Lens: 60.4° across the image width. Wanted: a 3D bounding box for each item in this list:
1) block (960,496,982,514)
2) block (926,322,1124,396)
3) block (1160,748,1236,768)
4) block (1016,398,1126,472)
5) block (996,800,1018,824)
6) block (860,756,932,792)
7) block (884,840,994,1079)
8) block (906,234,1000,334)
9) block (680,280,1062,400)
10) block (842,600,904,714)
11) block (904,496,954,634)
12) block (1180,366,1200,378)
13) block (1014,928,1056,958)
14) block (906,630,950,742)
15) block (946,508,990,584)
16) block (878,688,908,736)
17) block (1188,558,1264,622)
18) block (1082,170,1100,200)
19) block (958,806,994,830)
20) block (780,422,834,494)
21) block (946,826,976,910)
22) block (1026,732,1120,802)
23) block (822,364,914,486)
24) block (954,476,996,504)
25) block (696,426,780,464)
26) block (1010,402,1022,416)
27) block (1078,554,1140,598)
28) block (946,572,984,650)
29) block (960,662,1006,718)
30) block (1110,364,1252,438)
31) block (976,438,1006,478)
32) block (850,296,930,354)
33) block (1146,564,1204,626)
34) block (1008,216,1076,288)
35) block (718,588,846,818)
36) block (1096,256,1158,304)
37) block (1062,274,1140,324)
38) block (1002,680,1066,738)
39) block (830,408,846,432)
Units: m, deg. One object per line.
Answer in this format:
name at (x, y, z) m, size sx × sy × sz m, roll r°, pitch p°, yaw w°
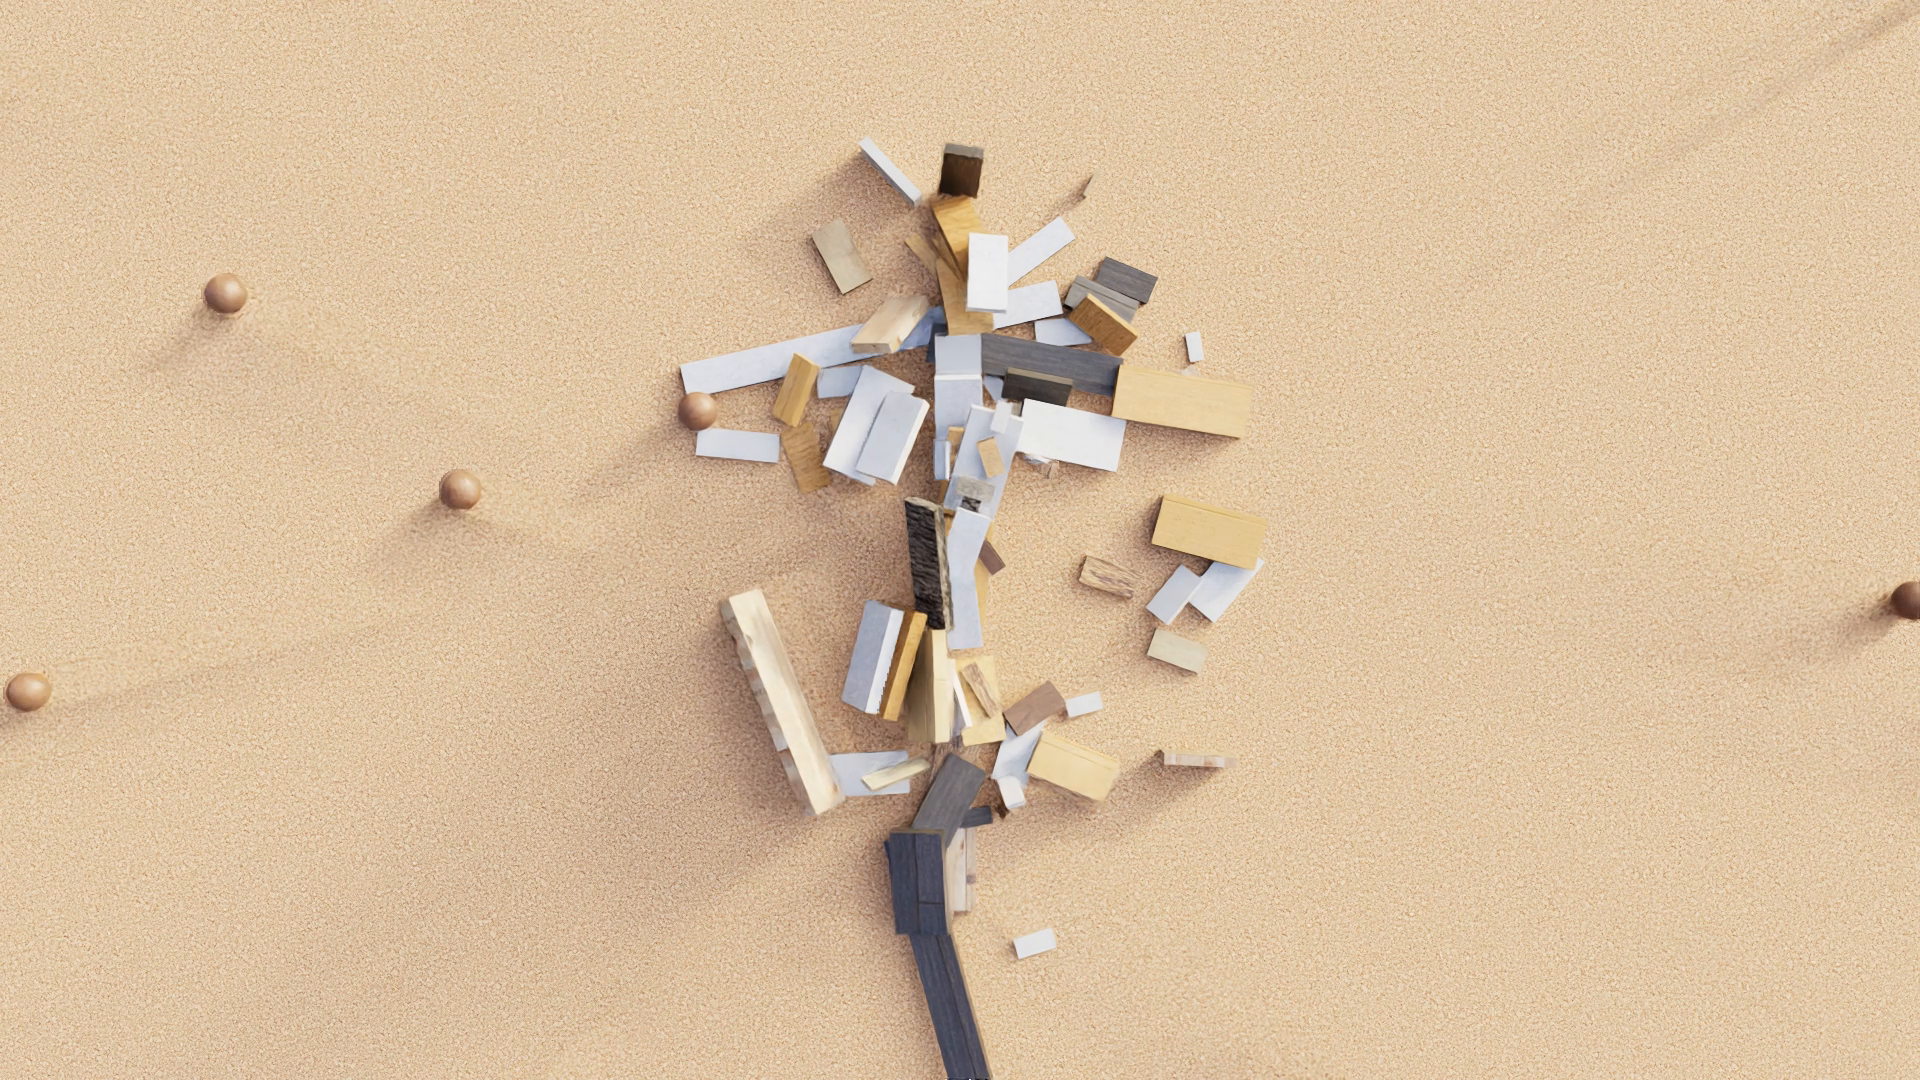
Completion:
block at (0.037, -0.123, 5.346) m, size 0.057 × 0.016 × 0.113 m, roll 16°, pitch 107°, yaw -6°
block at (0.215, -0.596, 5.452) m, size 0.643 × 0.037 × 0.131 m, roll 10°, pitch 95°, yaw -4°
block at (0.785, 0.721, 5.441) m, size 0.236 × 0.118 × 0.033 m, roll 4°, pitch 90°, yaw 0°
block at (0.362, -0.345, 5.454) m, size 0.347 × 0.049 × 0.174 m, roll 12°, pitch 90°, yaw -7°
block at (0.155, 0.885, 5.434) m, size 0.019 × 0.131 × 0.066 m, roll 38°, pitch 90°, yaw -12°
block at (-0.207, 0.763, 5.386) m, size 0.059 × 0.267 × 0.017 m, roll 40°, pitch 126°, yaw 31°
block at (-0.066, 1.407, 5.454) m, size 0.139 × 0.039 × 0.883 m, roll -16°, pitch 89°, yaw 14°
block at (0.015, -0.794, 5.493) m, size 0.049 × 0.014 × 0.558 m, roll -40°, pitch 90°, yaw 0°
block at (-0.294, -0.665, 5.474) m, size 1.275 × 0.032 × 0.114 m, roll -13°, pitch 90°, yaw 1°
block at (-0.287, 0.383, 5.414) m, size 0.049 × 0.173 × 0.346 m, roll 15°, pitch 90°, yaw -32°
block at (-0.097, 0.082, 5.315) m, size 0.041 × 0.144 × 0.439 m, roll -24°, pitch 121°, yaw -35°
block at (0.778, -0.532, 5.493) m, size 0.048 × 0.014 × 0.095 m, roll -32°, pitch 90°, yaw 0°
block at (0.250, 1.341, 5.491) m, size 0.131 × 0.019 × 0.066 m, roll -17°, pitch 90°, yaw 0°
block at (-0.107, 0.474, 5.377) m, size 0.051 × 0.180 × 0.359 m, roll 0°, pitch 87°, yaw -31°
block at (0.010, 0.020, 5.345) m, size 0.113 × 0.032 × 0.227 m, roll 19°, pitch 99°, yaw -1°
block at (-0.180, 0.541, 5.486) m, size 0.098 × 0.028 × 0.195 m, roll 34°, pitch 90°, yaw 0°
block at (0.877, 0.133, 5.482) m, size 0.130 × 0.037 × 0.261 m, roll 40°, pitch 90°, yaw 0°
block at (0.436, -1.181, 5.476) m, size 0.014 × 0.048 × 0.095 m, roll 28°, pitch 90°, yaw 0°
block at (0.047, 0.917, 5.458) m, size 0.117 × 0.017 × 0.059 m, roll -10°, pitch 90°, yaw 0°
block at (-0.509, -0.271, 5.485) m, size 0.109 × 0.031 × 0.218 m, roll -21°, pitch 90°, yaw 0°
block at (-0.006, 1.063, 5.483) m, size 0.118 × 0.033 × 0.328 m, roll 0°, pitch 90°, yaw 0°
block at (0.372, 0.752, 5.462) m, size 0.278 × 0.039 × 0.139 m, roll 23°, pitch 89°, yaw -7°
block at (-0.303, -0.376, 5.442) m, size 0.180 × 0.051 × 0.359 m, roll 23°, pitch 85°, yaw -10°
block at (0.050, -0.164, 5.316) m, size 0.121 × 0.017 × 0.060 m, roll 15°, pitch 107°, yaw -6°
block at (-0.737, -0.316, 5.487) m, size 0.272 × 0.027 × 0.094 m, roll 6°, pitch 90°, yaw 0°
block at (0.247, -0.397, 5.487) m, size 0.180 × 0.026 × 0.090 m, roll 9°, pitch 90°, yaw 0°
block at (0.498, 0.123, 5.487) m, size 0.187 × 0.027 × 0.094 m, roll 18°, pitch 90°, yaw 0°
block at (0.002, 0.216, 5.422) m, size 0.113 × 0.032 × 0.288 m, roll -7°, pitch 104°, yaw 3°
block at (0.074, 0.493, 5.426) m, size 0.057 × 0.016 × 0.187 m, roll -31°, pitch 81°, yaw -9°
block at (0.730, -0.458, 5.452) m, size 0.446 × 0.049 × 0.174 m, roll 9°, pitch 94°, yaw -5°
block at (0.100, -0.265, 5.302) m, size 0.060 × 0.017 × 0.121 m, roll -17°, pitch 107°, yaw 4°
block at (-0.223, -0.700, 5.357) m, size 0.144 × 0.287 × 0.041 m, roll 3°, pitch 130°, yaw 29°
block at (0.712, 0.182, 5.465) m, size 0.094 × 0.027 × 0.187 m, roll 40°, pitch 90°, yaw 30°
block at (0.233, -0.949, 5.487) m, size 0.307 × 0.026 × 0.090 m, roll -36°, pitch 90°, yaw 0°
block at (-0.580, 0.530, 5.391) m, size 0.049 × 0.173 × 0.754 m, roll -25°, pitch 86°, yaw 30°
block at (0.553, -0.864, 5.487) m, size 0.188 × 0.027 × 0.094 m, roll 23°, pitch 90°, yaw 0°
block at (0.468, -0.781, 5.471) m, size 0.228 × 0.032 × 0.114 m, roll 24°, pitch 76°, yaw 0°
block at (0.245, 0.559, 5.459) m, size 0.195 × 0.028 × 0.098 m, roll -34°, pitch 80°, yaw -12°
block at (-0.359, -0.334, 5.485) m, size 0.109 × 0.031 × 0.218 m, roll -11°, pitch 90°, yaw 0°
